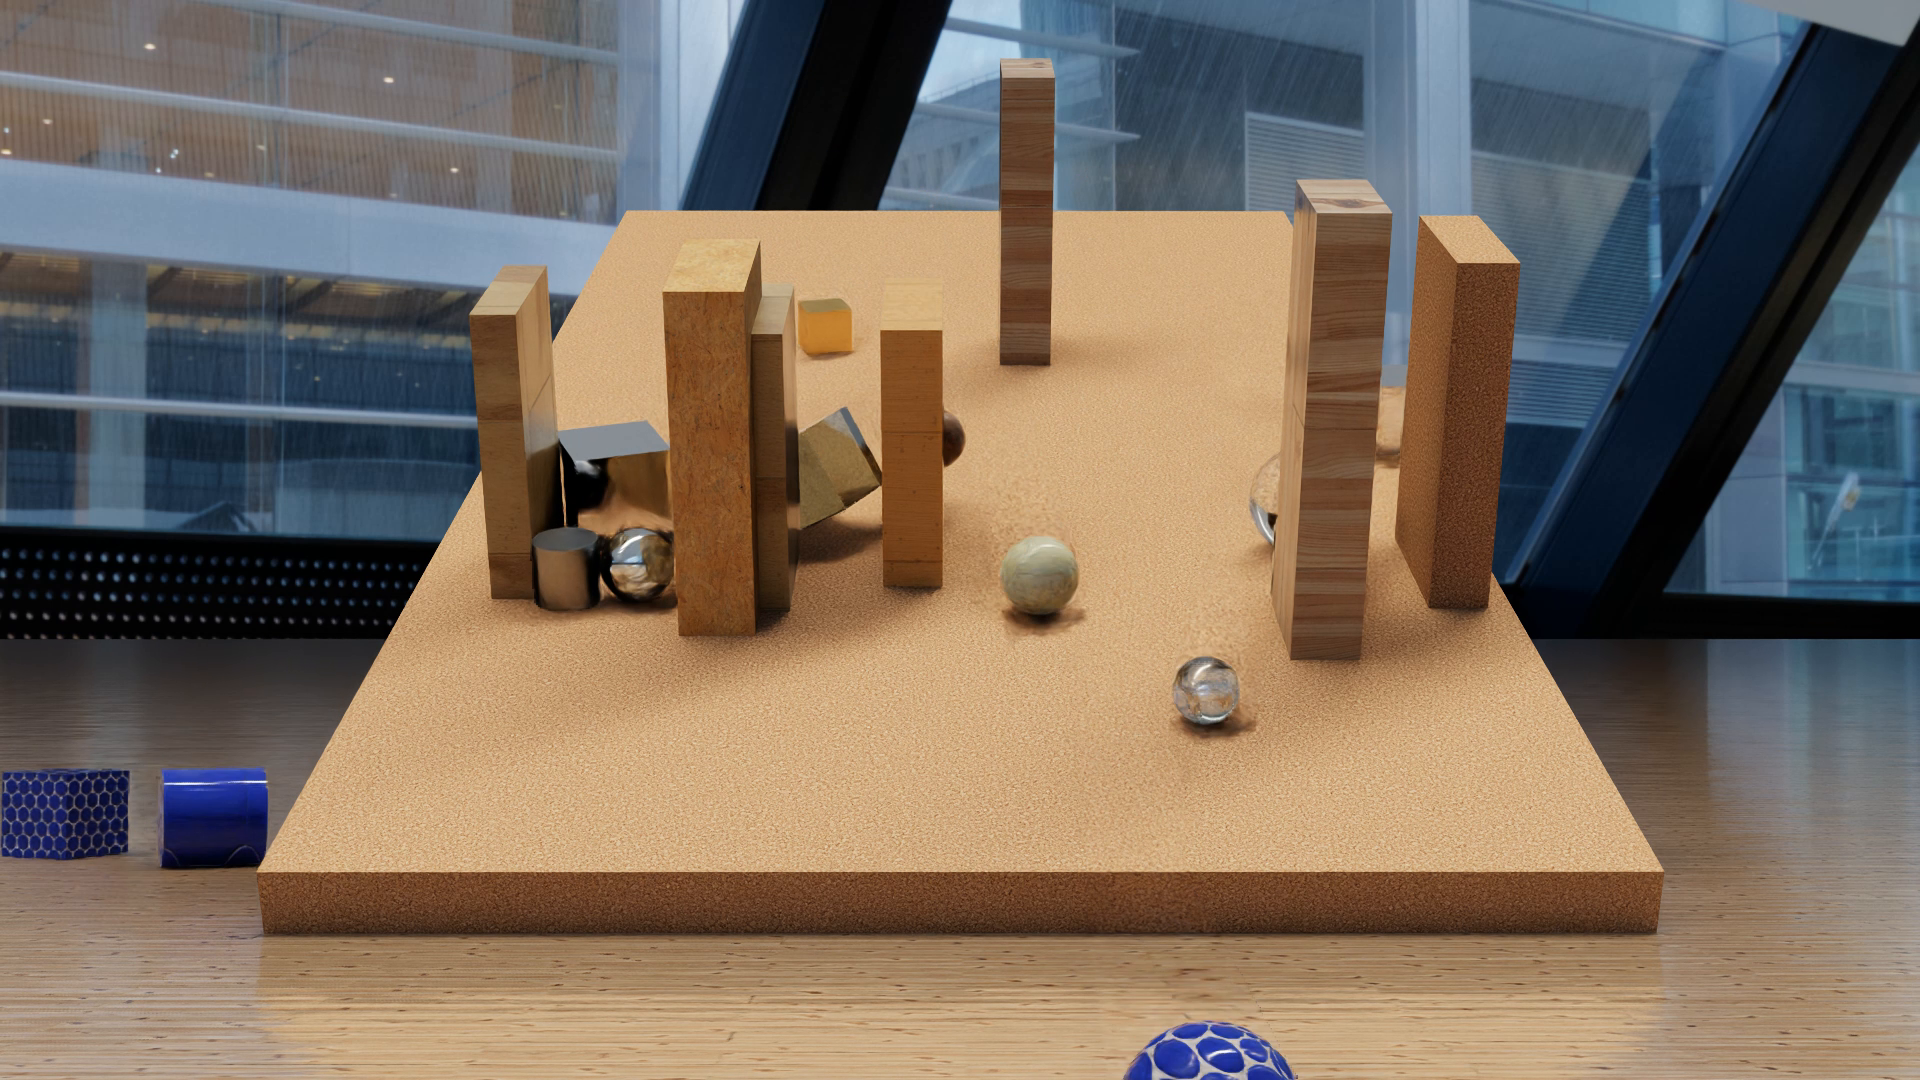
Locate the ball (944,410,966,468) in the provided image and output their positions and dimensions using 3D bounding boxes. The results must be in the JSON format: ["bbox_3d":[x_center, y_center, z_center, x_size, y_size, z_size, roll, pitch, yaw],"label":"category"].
[{"bbox_3d":[-0.049,-0.200,4.555,0.120,0.120,0.120,0,-2,0],"label":"ball"}]

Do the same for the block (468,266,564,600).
[{"bbox_3d":[-0.812,-0.203,4.224,0.080,0.536,0.335,0,22,0],"label":"block"}]

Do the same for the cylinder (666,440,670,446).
[{"bbox_3d":[-0.495,-0.107,4.480,0.163,0.163,0.163,-1,20,0],"label":"cylinder"}]

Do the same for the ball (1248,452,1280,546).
[{"bbox_3d":[0.652,-0.075,4.357,0.205,0.205,0.205,0,-2,0],"label":"ball"}]

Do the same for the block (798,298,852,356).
[{"bbox_3d":[-0.331,-0.522,5.611,0.109,0.109,0.109,-7,23,-16],"label":"block"}]

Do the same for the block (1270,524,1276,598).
[{"bbox_3d":[0.654,0.021,4.201,0.142,0.142,0.142,6,22,14],"label":"block"}]

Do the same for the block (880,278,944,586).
[{"bbox_3d":[-0.087,-0.207,4.299,0.110,0.491,0.351,0,22,0],"label":"block"}]

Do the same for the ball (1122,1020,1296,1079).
[{"bbox_3d":[0.187,0.431,1.713,0.140,0.140,0.140,0,-2,0],"label":"ball"}]

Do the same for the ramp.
[{"bbox_3d":[-0.006,-0.219,5.131,2.000,0.100,4.000,0,22,0],"label":"ramp"}]

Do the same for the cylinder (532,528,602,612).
[{"bbox_3d":[-0.711,0.053,4.144,0.118,0.118,0.118,0,22,0],"label":"cylinder"}]

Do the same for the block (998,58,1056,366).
[{"bbox_3d":[0.157,-0.787,5.497,0.122,0.688,0.254,0,22,0],"label":"block"}]

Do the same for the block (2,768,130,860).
[{"bbox_3d":[-1.737,0.530,4.451,0.162,0.162,0.162,-1,-3,23],"label":"block"}]

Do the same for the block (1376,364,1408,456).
[{"bbox_3d":[0.934,-0.281,4.942,0.158,0.158,0.158,1,22,3],"label":"block"}]

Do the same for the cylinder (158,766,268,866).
[{"bbox_3d":[-1.390,0.514,4.256,0.180,0.180,0.180,1,-3,-23],"label":"cylinder"}]

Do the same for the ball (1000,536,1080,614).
[{"bbox_3d":[0.143,0.063,4.092,0.142,0.142,0.142,0,-2,0],"label":"ball"}]

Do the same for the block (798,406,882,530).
[{"bbox_3d":[-0.284,-0.131,4.456,0.169,0.169,0.169,-24,7,32],"label":"block"}]

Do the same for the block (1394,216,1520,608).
[{"bbox_3d":[0.900,-0.238,4.179,0.107,0.639,0.342,0,22,0],"label":"block"}]

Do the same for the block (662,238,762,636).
[{"bbox_3d":[-0.426,-0.186,4.065,0.134,0.623,0.353,0,22,0],"label":"block"}]

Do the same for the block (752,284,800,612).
[{"bbox_3d":[-0.346,-0.173,4.174,0.080,0.518,0.329,0,22,0],"label":"block"}]

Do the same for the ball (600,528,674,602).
[{"bbox_3d":[-0.584,0.044,4.146,0.135,0.135,0.135,0,-2,0],"label":"ball"}]

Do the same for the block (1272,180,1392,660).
[{"bbox_3d":[0.626,-0.201,3.895,0.120,0.780,0.240,0,22,0],"label":"block"}]

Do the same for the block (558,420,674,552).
[{"bbox_3d":[-0.672,-0.105,4.449,0.187,0.187,0.187,-8,23,-20],"label":"block"}]

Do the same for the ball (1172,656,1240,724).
[{"bbox_3d":[0.396,0.242,3.686,0.109,0.109,0.109,0,-2,0],"label":"ball"}]
